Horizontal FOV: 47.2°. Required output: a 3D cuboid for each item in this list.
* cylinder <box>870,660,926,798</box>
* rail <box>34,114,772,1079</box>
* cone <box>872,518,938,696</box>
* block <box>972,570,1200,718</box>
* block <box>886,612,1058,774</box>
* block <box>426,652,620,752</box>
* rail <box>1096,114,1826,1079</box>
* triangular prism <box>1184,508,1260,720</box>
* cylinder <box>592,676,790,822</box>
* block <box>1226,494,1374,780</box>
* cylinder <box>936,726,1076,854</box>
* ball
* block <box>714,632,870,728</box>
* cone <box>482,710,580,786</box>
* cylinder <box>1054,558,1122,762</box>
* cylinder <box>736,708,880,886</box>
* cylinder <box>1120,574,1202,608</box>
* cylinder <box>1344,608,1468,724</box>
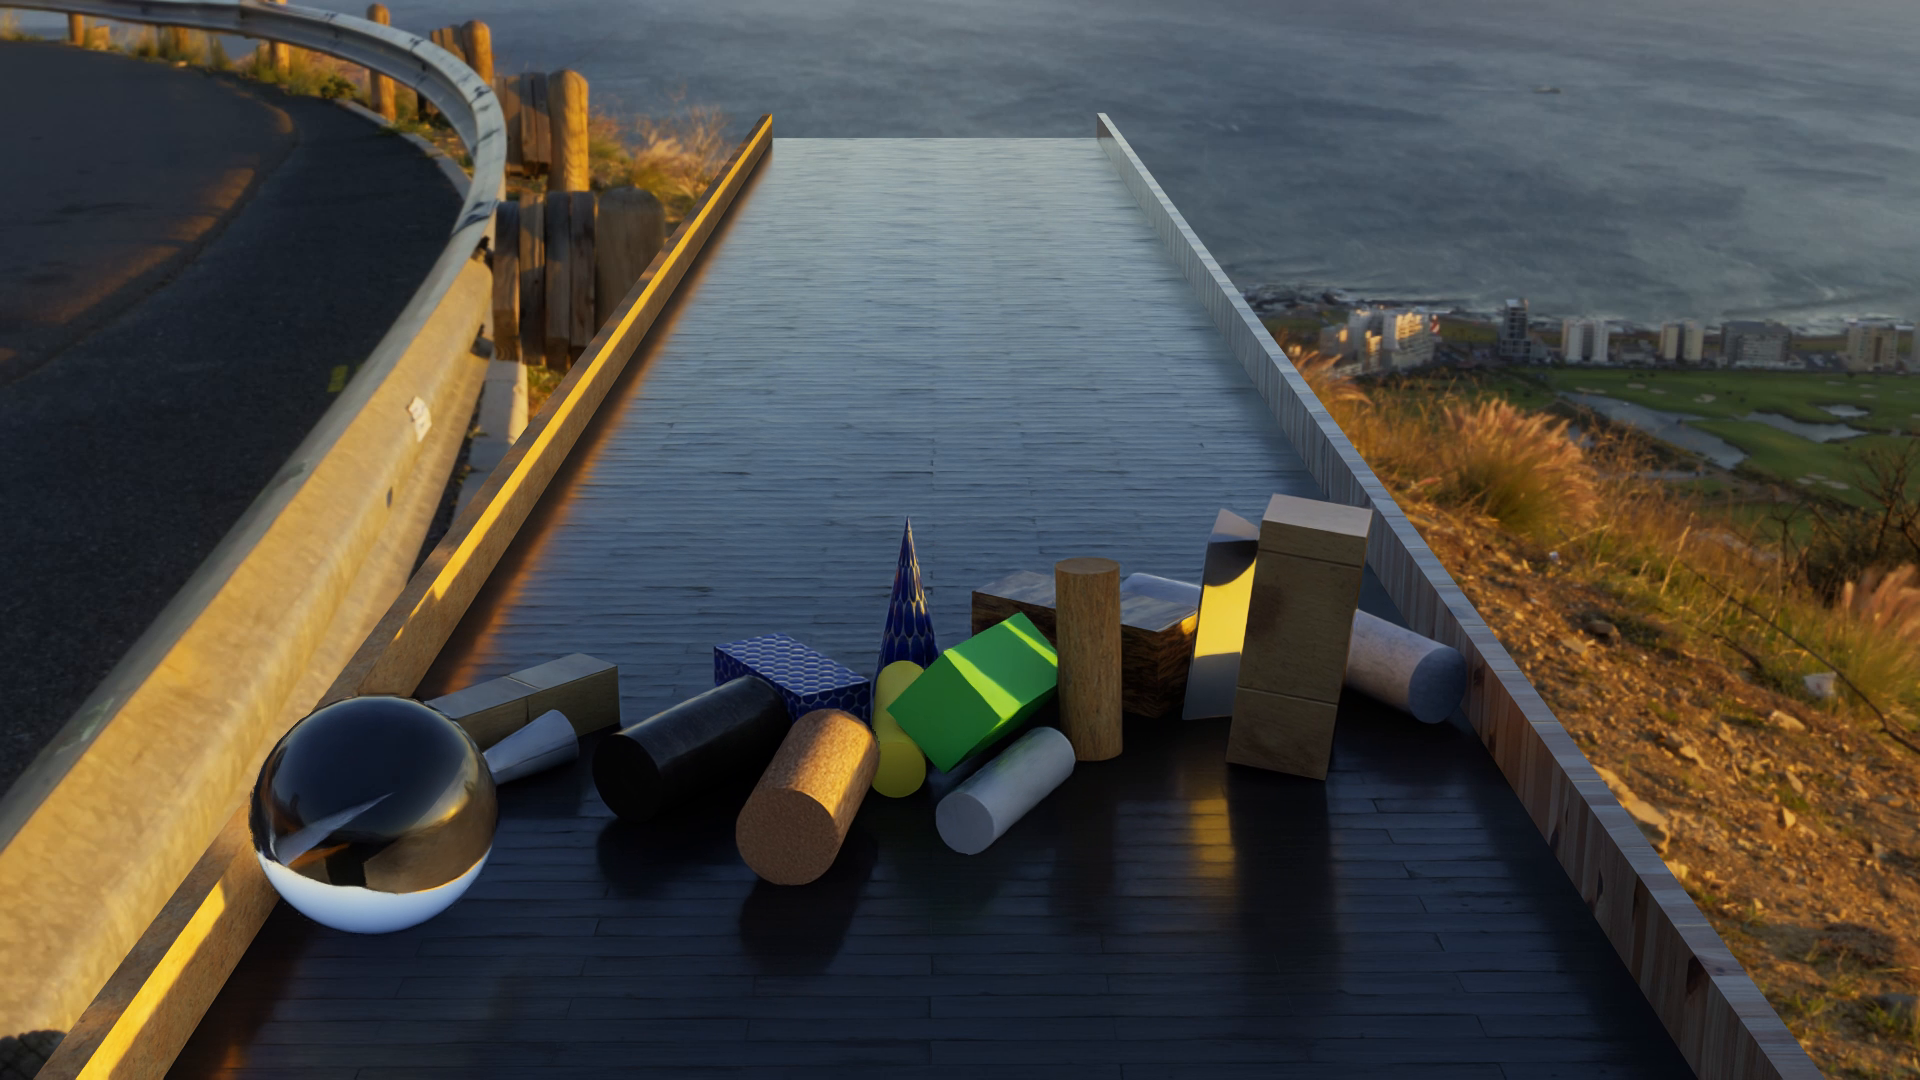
[{"bbox_3d":[-0.107,0.332,3.929,0.103,0.103,0.407,0,17,0],"label":"cylinder"},{"bbox_3d":[-1.118,-0.838,7.780,0.050,0.150,12.000,0,17,-1],"label":"rail"},{"bbox_3d":[-0.098,0.123,4.186,0.144,0.357,0.144,0,17,0],"label":"cone"},{"bbox_3d":[0.245,0.196,4.269,0.428,0.170,0.170,12,20,34],"label":"block"},{"bbox_3d":[0.043,0.265,3.889,0.151,0.151,0.380,48,22,8],"label":"block"},{"bbox_3d":[-0.813,0.320,3.957,0.111,0.111,0.421,14,22,39],"label":"block"},{"bbox_3d":[0.932,-0.844,7.801,0.050,0.150,12.000,0,17,-1],"label":"rail"},{"bbox_3d":[0.476,0.137,4.049,0.122,0.394,0.106,-4,33,-13],"label":"triangular prism"},{"bbox_3d":[-0.457,0.354,3.768,0.153,0.153,0.339,11,20,32],"label":"cylinder"},{"bbox_3d":[0.594,0.168,3.851,0.176,0.447,0.176,10,18,12],"label":"block"},{"bbox_3d":[0.079,0.412,3.655,0.105,0.105,0.323,8,18,25],"label":"cylinder"},{"bbox_3d":[-0.863,0.404,3.248,0.354,0.354,0.354,0,17,0],"label":"ball"},{"bbox_3d":[-0.307,0.291,3.997,0.142,0.142,0.320,-11,20,-32],"label":"block"},{"bbox_3d":[-0.843,0.409,3.761,0.393,0.103,0.103,-24,28,-38],"label":"cone"},{"bbox_3d":[0.229,0.211,3.905,0.114,0.344,0.114,-2,14,1],"label":"cylinder"},{"bbox_3d":[-0.242,0.410,3.561,0.164,0.164,0.347,2,17,8],"label":"cylinder"},{"bbox_3d":[0.467,0.176,4.334,0.304,0.171,0.171,12,20,35],"label":"cylinder"},{"bbox_3d":[0.781,0.219,4.231,0.149,0.149,0.405,-10,19,-29],"label":"cylinder"}]
